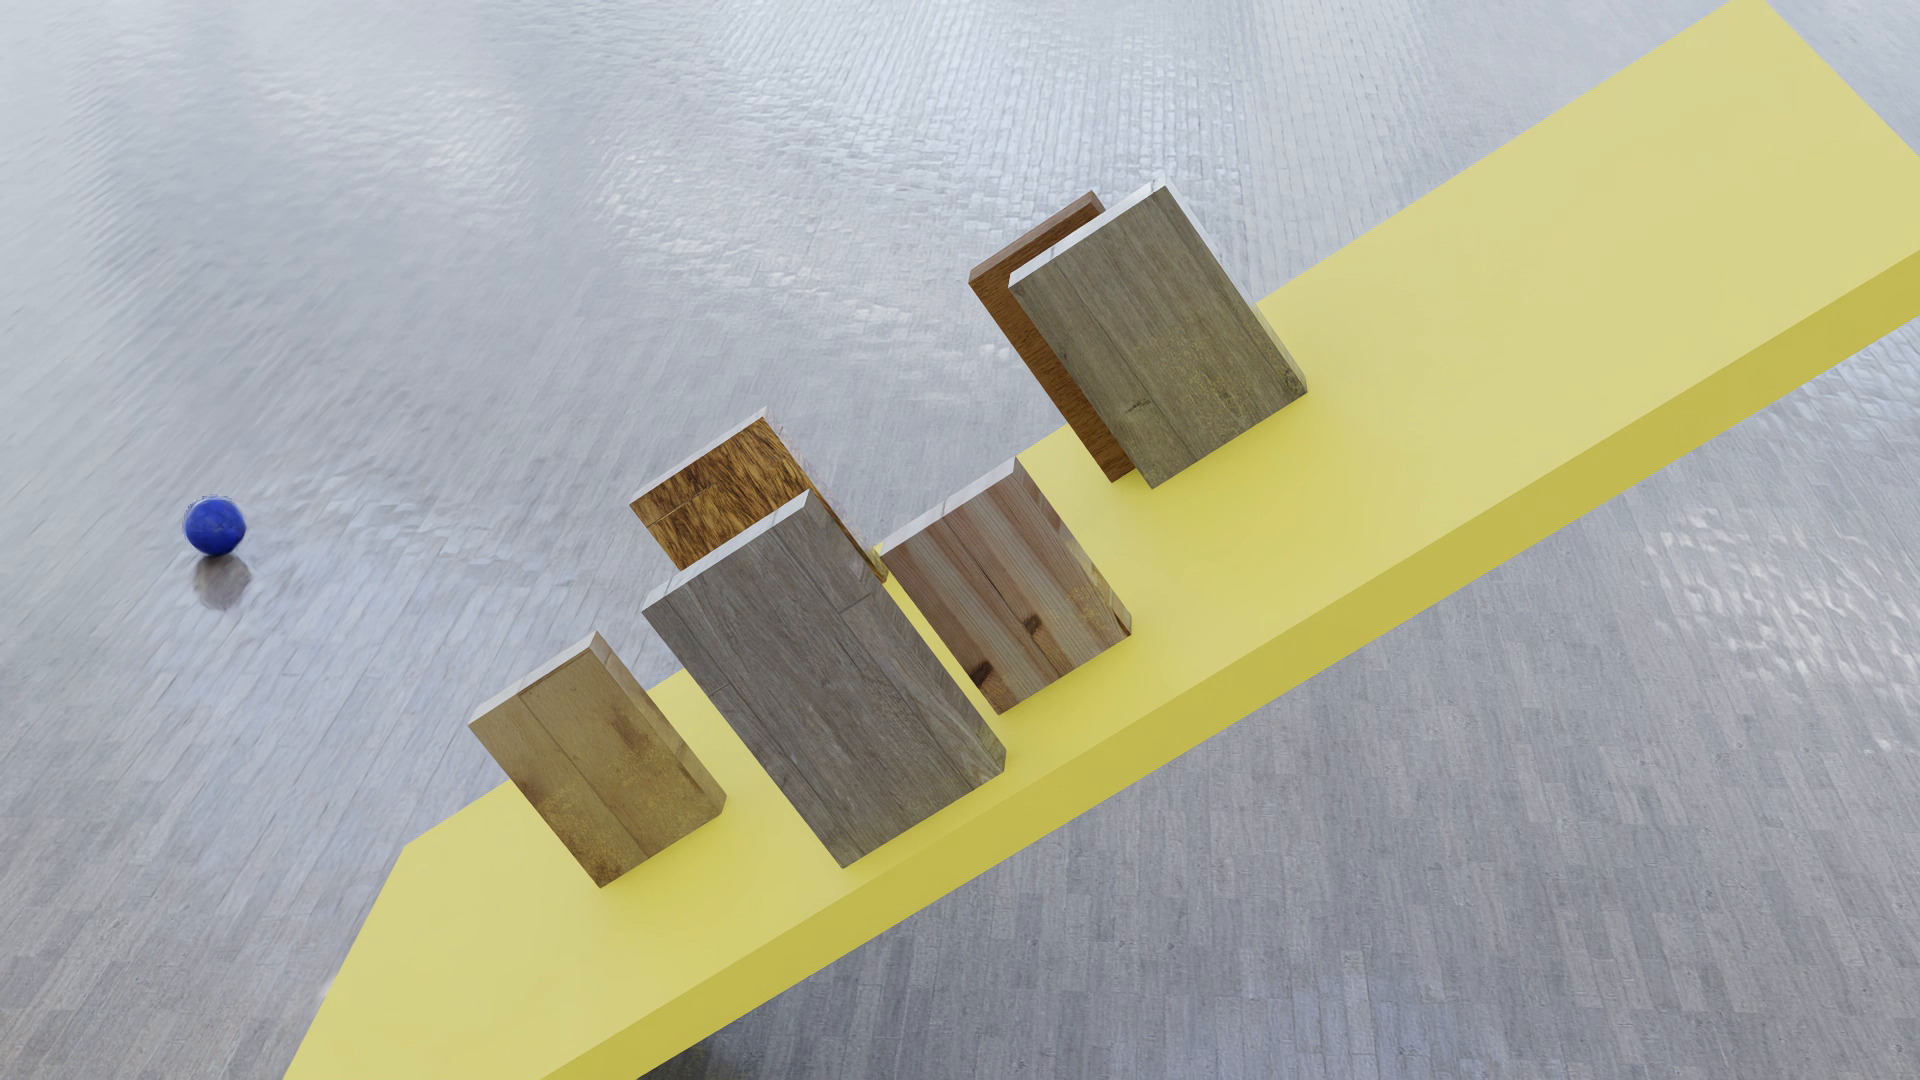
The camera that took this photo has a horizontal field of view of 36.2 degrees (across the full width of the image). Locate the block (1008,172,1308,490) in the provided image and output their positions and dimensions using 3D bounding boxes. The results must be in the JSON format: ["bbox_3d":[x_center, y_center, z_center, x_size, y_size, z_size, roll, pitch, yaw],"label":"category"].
[{"bbox_3d":[0.423,-0.442,6.269,0.396,0.545,0.112,-32,16,15],"label":"block"}]

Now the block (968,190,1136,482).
[{"bbox_3d":[0.313,-0.446,6.493,0.324,0.559,0.105,-32,16,15],"label":"block"}]

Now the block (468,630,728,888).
[{"bbox_3d":[-0.778,0.475,6.331,0.331,0.468,0.091,-32,16,15],"label":"block"}]

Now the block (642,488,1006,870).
[{"bbox_3d":[-0.249,0.264,5.481,0.373,0.634,0.095,-32,16,15],"label":"block"}]

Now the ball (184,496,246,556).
[{"bbox_3d":[-2.498,-0.046,9.870,0.199,0.199,0.199,0,21,0],"label":"ball"}]

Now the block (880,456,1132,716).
[{"bbox_3d":[0.091,0.090,5.697,0.312,0.401,0.095,-32,16,15],"label":"block"}]

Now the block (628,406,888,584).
[{"bbox_3d":[-0.479,-0.007,7.039,0.398,0.500,0.083,-32,16,15],"label":"block"}]

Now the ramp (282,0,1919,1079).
[{"bbox_3d":[0.136,0.174,6.306,4.000,0.100,2.000,-32,16,15],"label":"ramp"}]
